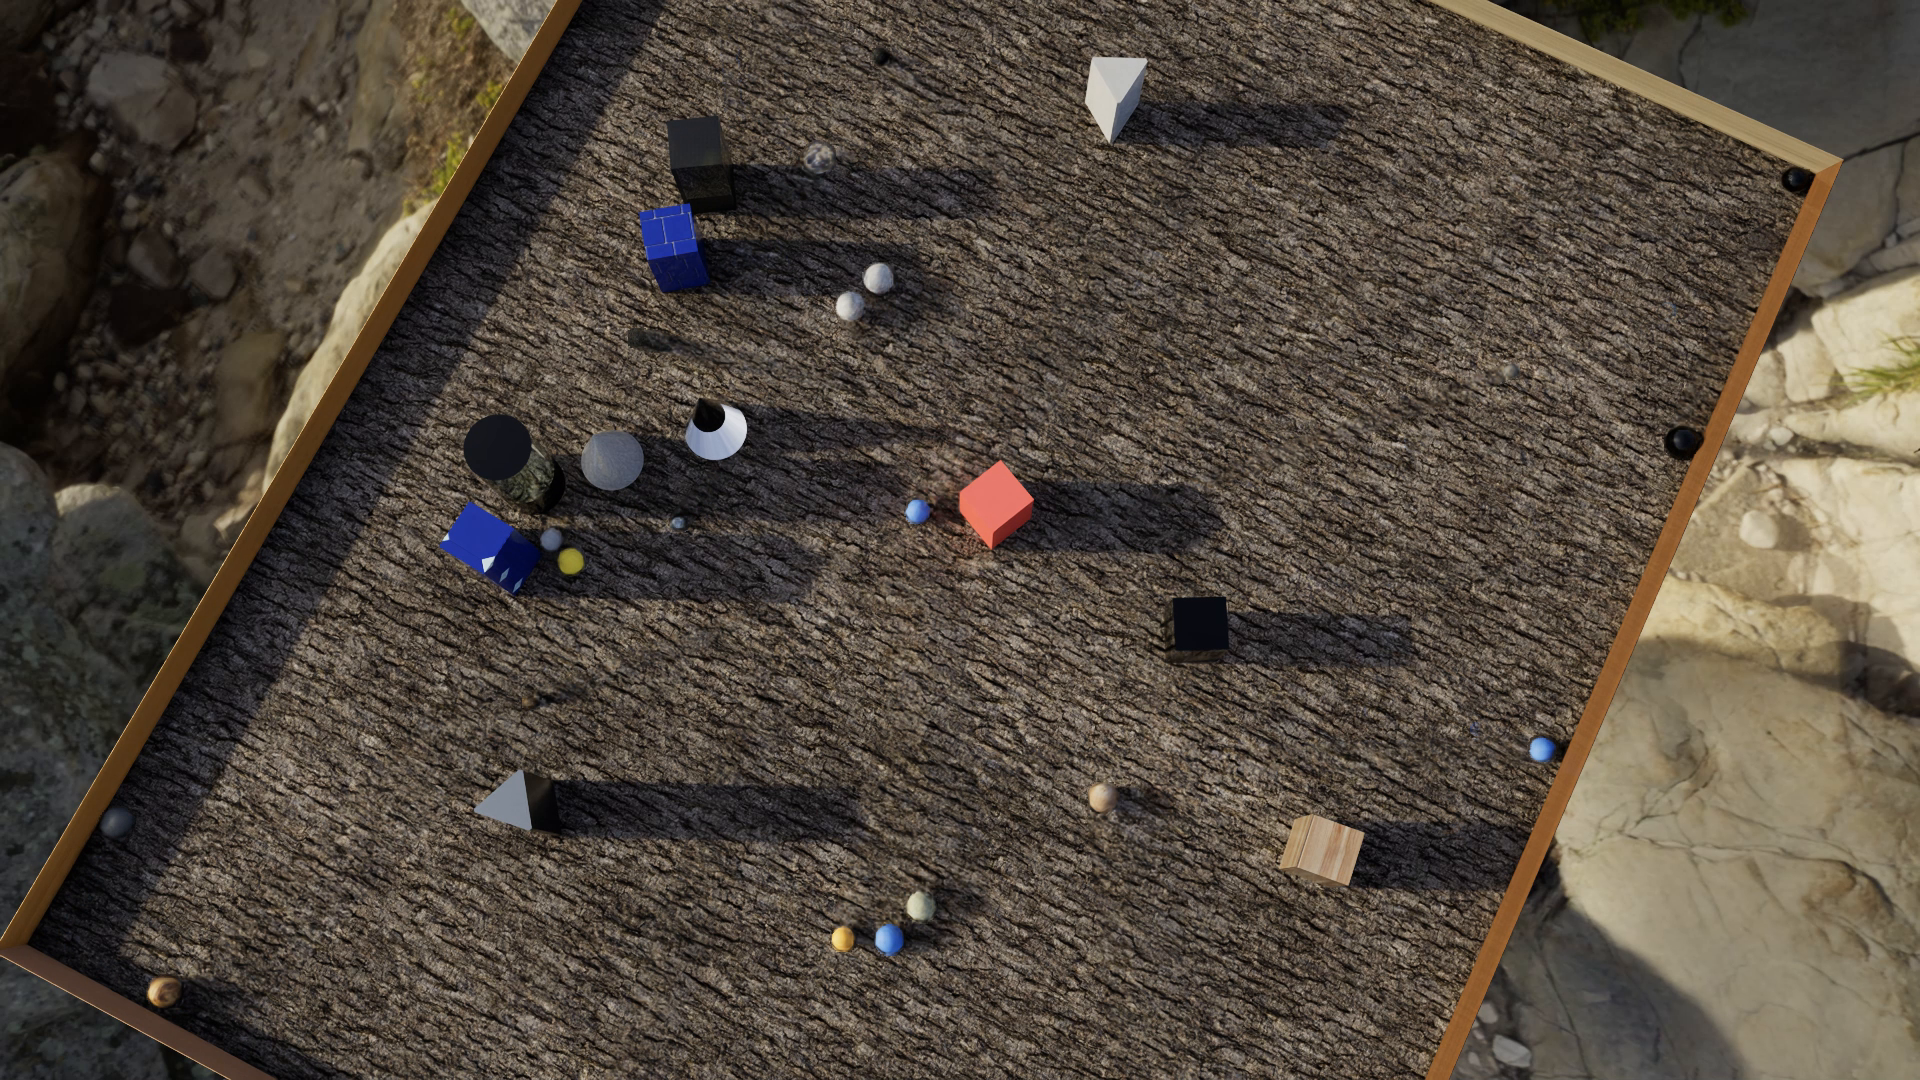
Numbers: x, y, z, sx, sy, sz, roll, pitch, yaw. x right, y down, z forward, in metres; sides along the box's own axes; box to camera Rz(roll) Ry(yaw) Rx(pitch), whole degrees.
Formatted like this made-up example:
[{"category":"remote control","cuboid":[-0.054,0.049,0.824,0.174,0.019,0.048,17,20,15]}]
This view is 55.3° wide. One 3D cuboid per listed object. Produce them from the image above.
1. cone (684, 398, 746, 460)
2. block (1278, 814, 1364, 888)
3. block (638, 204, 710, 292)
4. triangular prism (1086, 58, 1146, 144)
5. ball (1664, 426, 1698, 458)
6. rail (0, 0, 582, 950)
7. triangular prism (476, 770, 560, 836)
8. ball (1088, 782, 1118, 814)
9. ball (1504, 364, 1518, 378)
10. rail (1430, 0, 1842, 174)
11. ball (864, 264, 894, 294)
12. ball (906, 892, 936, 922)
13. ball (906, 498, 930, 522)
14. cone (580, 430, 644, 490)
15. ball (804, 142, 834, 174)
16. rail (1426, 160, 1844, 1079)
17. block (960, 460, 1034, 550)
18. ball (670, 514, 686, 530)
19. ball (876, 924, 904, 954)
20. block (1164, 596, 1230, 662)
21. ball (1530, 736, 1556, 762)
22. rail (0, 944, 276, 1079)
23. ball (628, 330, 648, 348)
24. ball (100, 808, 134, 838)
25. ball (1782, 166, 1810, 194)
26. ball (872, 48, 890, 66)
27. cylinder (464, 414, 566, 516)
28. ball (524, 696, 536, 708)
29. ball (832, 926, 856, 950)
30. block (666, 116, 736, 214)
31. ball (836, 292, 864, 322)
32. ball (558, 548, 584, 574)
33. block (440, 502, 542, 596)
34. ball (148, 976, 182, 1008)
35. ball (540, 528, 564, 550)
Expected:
[{"category":"cone","cuboid":[-0.759,-0.379,5.512,0.194,0.358,0.194,0,78,0]},{"category":"block","cuboid":[1.041,0.899,5.288,0.155,0.279,0.155,19,79,4]},{"category":"block","cuboid":[-0.877,-0.897,5.653,0.155,0.293,0.155,-11,79,-2]},{"category":"triangular prism","cuboid":[0.467,-1.409,5.756,0.146,0.299,0.168,31,80,6]},{"category":"ball","cuboid":[2.217,-0.301,5.629,0.097,0.097,0.097,0,78,0]},{"category":"rail","cuboid":[-1.709,-0.830,5.723,0.045,0.126,4.639,26,80,5]},{"category":"triangular prism","cuboid":[-1.241,0.745,5.263,0.168,0.390,0.146,18,79,4]},{"category":"ball","cuboid":[0.425,0.762,5.413,0.089,0.089,0.089,0,78,0]},{"category":"ball","cuboid":[1.716,-0.526,5.704,0.042,0.042,0.042,0,78,0]},{"category":"rail","cuboid":[1.027,-2.004,5.966,3.869,0.126,0.045,26,80,5]},{"category":"ball","cuboid":[-0.254,-0.818,5.737,0.095,0.095,0.095,0,78,0]},{"category":"ball","cuboid":[-0.114,1.070,5.351,0.086,0.086,0.086,0,78,0]},{"category":"ball","cuboid":[-0.127,-0.089,5.598,0.073,0.073,0.073,0,78,0]},{"category":"cone","cuboid":[-1.075,-0.278,5.521,0.194,0.300,0.194,0,78,0]},{"category":"ball","cuboid":[-0.448,-1.214,5.818,0.097,0.097,0.097,0,78,0]},{"category":"rail","cuboid":[1.709,0.843,5.377,0.045,0.126,4.639,26,80,5]},{"category":"block","cuboid":[0.108,-0.103,5.506,0.155,0.258,0.155,-38,81,-7]},{"category":"ball","cuboid":[-0.860,-0.054,5.602,0.050,0.050,0.050,0,78,0]},{"category":"ball","cuboid":[-0.205,1.160,5.333,0.085,0.085,0.085,0,78,0]},{"category":"block","cuboid":[0.697,0.268,5.430,0.155,0.256,0.155,-2,78,0]},{"category":"ball","cuboid":[1.731,0.622,5.450,0.073,0.073,0.073,0,78,0]},{"category":"rail","cuboid":[-1.027,2.017,5.134,3.869,0.126,0.045,26,80,5]},{"category":"ball","cuboid":[-1.005,-0.630,5.718,0.056,0.056,0.056,0,78,0]},{"category":"ball","cuboid":[-2.485,0.835,5.398,0.090,0.090,0.090,0,78,0]},{"category":"ball","cuboid":[2.649,-1.141,5.811,0.081,0.081,0.081,0,78,0]},{"category":"ball","cuboid":[-0.256,-1.560,5.912,0.054,0.054,0.054,0,78,0]},{"category":"cylinder","cuboid":[-1.314,-0.218,5.429,0.194,0.455,0.194,0,78,0]},{"category":"ball","cuboid":[-1.290,0.486,5.495,0.040,0.040,0.040,0,78,0]},{"category":"ball","cuboid":[-0.340,1.161,5.342,0.068,0.068,0.068,0,78,0]},{"category":"block","cuboid":[-0.796,-1.156,5.672,0.155,0.360,0.155,-6,78,-1]},{"category":"ball","cuboid":[-0.342,-0.728,5.721,0.090,0.090,0.090,0,78,0]},{"category":"ball","cuboid":[-1.182,0.064,5.563,0.079,0.079,0.079,0,78,0]},{"category":"block","cuboid":[-1.381,0.031,5.419,0.155,0.374,0.155,31,80,6]},{"category":"ball","cuboid":[-2.298,1.307,5.299,0.092,0.092,0.092,0,78,0]},{"category":"ball","cuboid":[-1.243,-0.002,5.582,0.068,0.068,0.068,0,78,0]}]
